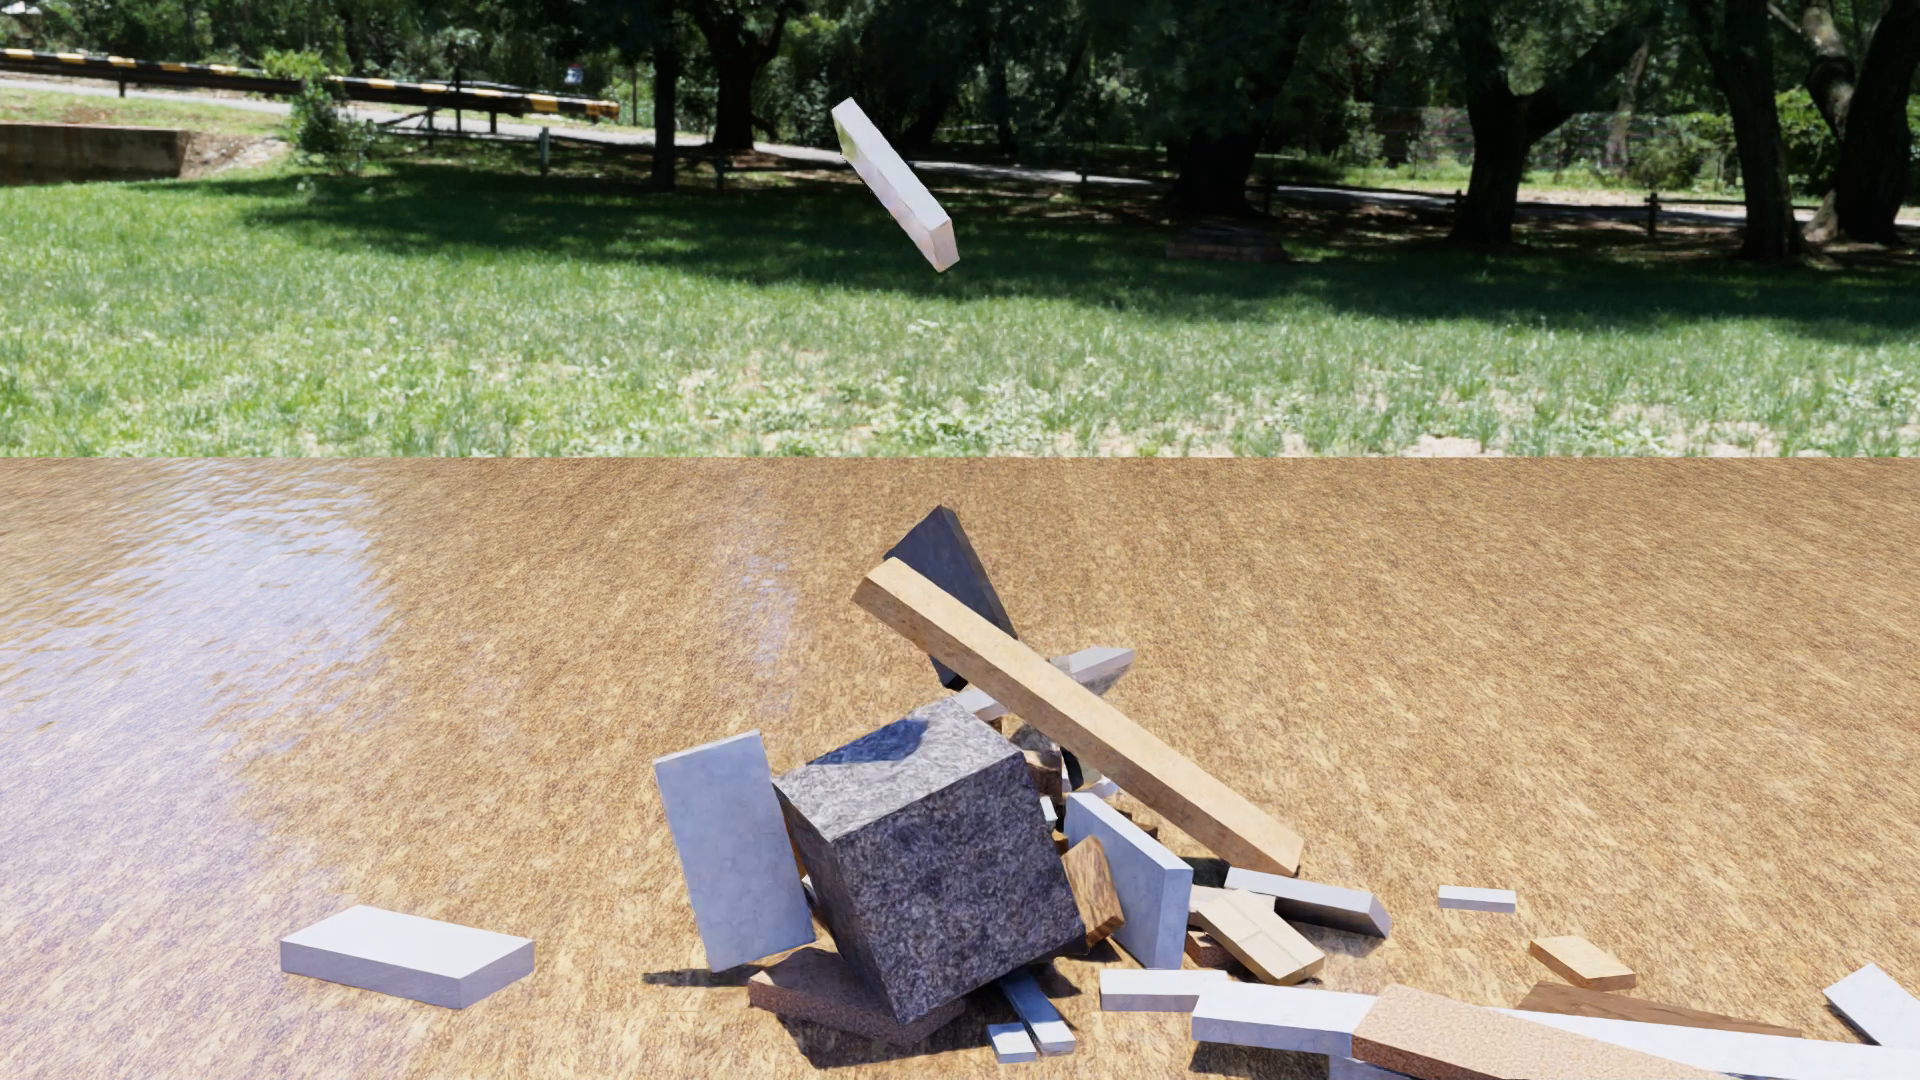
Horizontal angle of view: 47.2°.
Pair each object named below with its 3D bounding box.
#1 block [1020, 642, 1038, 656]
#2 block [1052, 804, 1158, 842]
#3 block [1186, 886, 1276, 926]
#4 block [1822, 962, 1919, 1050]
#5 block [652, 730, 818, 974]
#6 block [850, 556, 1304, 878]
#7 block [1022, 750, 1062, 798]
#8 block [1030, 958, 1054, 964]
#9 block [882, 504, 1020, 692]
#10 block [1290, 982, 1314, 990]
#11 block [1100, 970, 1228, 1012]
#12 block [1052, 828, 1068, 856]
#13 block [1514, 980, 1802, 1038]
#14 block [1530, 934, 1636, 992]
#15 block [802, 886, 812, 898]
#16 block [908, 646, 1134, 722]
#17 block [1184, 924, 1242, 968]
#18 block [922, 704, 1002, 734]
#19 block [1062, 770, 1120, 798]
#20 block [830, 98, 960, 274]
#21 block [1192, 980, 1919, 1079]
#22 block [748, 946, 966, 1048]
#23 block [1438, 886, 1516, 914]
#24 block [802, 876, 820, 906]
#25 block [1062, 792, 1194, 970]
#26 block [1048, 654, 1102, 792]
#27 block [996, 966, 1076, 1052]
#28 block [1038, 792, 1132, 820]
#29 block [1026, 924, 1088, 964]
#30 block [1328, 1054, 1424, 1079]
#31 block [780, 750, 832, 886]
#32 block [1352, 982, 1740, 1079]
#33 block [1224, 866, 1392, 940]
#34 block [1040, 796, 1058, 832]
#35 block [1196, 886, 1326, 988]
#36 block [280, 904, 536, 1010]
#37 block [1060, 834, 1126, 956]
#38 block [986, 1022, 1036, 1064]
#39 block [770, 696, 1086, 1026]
[{"bbox_3d":[0.135,0.238,3.944,0.017,0.061,0.122,-16,35,-31],"label":"block"},{"bbox_3d":[0.224,0.522,3.710,0.236,0.118,0.033,8,12,37],"label":"block"},{"bbox_3d":[0.406,0.575,3.431,0.165,0.023,0.082,6,22,10],"label":"block"},{"bbox_3d":[1.302,0.672,3.057,0.082,0.023,0.291,-32,10,3],"label":"block"},{"bbox_3d":[-0.336,0.463,3.282,0.163,0.326,0.046,-16,5,-10],"label":"block"},{"bbox_3d":[0.205,0.310,3.776,0.872,0.051,0.179,35,16,6],"label":"block"},{"bbox_3d":[0.124,0.463,4.014,0.125,0.125,0.125,1,11,3],"label":"block"},{"bbox_3d":[0.106,0.612,3.290,0.048,0.014,0.096,1,8,-14],"label":"block"},{"bbox_3d":[-0.022,0.115,4.426,0.049,0.172,0.347,23,32,-47],"label":"block"},{"bbox_3d":[0.465,0.666,3.165,0.054,0.015,0.107,-20,-2,34],"label":"block"},{"bbox_3d":[0.300,0.660,3.220,0.187,0.027,0.094,0,11,2],"label":"block"},{"bbox_3d":[0.125,0.527,3.716,0.030,0.107,0.214,-3,11,-21],"label":"block"},{"bbox_3d":[0.943,0.688,3.002,0.358,0.051,0.179,6,12,30],"label":"block"},{"bbox_3d":[0.941,0.641,3.329,0.082,0.023,0.165,-3,11,-15],"label":"block"},{"bbox_3d":[-0.168,0.566,3.717,0.206,0.029,0.103,-6,12,-28],"label":"block"},{"bbox_3d":[0.163,0.298,4.590,0.103,0.029,1.460,3,3,16],"label":"block"},{"bbox_3d":[0.399,0.611,3.466,0.118,0.033,0.236,-2,11,-12],"label":"block"},{"bbox_3d":[-0.009,0.413,4.196,0.156,0.156,0.156,2,11,9],"label":"block"},{"bbox_3d":[0.276,0.457,4.303,0.103,0.029,0.206,5,12,25],"label":"block"},{"bbox_3d":[-0.091,-0.501,3.109,0.035,0.246,0.123,-35,-20,-7],"label":"block"},{"bbox_3d":[1.053,0.679,2.820,1.506,0.035,0.123,3,13,16],"label":"block"},{"bbox_3d":[-0.150,0.658,3.179,0.284,0.040,0.142,7,15,33],"label":"block"},{"bbox_3d":[0.850,0.591,3.617,0.122,0.017,0.061,3,11,14],"label":"block"},{"bbox_3d":[-0.080,0.490,3.588,0.345,0.049,0.172,-34,15,-17],"label":"block"},{"bbox_3d":[0.256,0.538,3.493,0.046,0.163,0.405,3,9,-19],"label":"block"},{"bbox_3d":[0.198,0.333,3.978,0.033,0.231,0.116,-13,-12,-11],"label":"block"},{"bbox_3d":[0.105,0.672,3.168,0.048,0.014,0.301,-2,9,-12],"label":"block"},{"bbox_3d":[0.172,0.507,3.795,0.274,0.118,0.033,8,13,36],"label":"block"},{"bbox_3d":[0.072,0.577,3.338,0.142,0.040,0.283,-8,9,-18],"label":"block"},{"bbox_3d":[0.660,0.712,2.891,0.310,0.044,0.155,9,14,39],"label":"block"},{"bbox_3d":[-0.248,0.470,3.629,0.116,0.231,0.033,42,4,-10],"label":"block"},{"bbox_3d":[1.008,0.719,2.613,1.109,0.037,0.130,11,28,31],"label":"block"},{"bbox_3d":[0.551,0.575,3.483,0.241,0.033,0.116,6,-26,31],"label":"block"},{"bbox_3d":[0.065,0.498,3.515,0.142,0.040,0.284,-15,-25,-13],"label":"block"},{"bbox_3d":[0.453,0.603,3.325,0.094,0.027,0.187,-20,37,-29],"label":"block"},{"bbox_3d":[-0.836,0.629,3.328,0.345,0.049,0.172,5,12,26],"label":"block"},{"bbox_3d":[0.196,0.556,3.446,0.094,0.027,0.187,-38,31,15],"label":"block"},{"bbox_3d":[0.071,0.698,3.051,0.050,0.014,0.101,-2,11,-9],"label":"block"},{"bbox_3d":[-0.049,0.450,3.146,0.294,0.294,0.294,-24,18,-15],"label":"block"}]
